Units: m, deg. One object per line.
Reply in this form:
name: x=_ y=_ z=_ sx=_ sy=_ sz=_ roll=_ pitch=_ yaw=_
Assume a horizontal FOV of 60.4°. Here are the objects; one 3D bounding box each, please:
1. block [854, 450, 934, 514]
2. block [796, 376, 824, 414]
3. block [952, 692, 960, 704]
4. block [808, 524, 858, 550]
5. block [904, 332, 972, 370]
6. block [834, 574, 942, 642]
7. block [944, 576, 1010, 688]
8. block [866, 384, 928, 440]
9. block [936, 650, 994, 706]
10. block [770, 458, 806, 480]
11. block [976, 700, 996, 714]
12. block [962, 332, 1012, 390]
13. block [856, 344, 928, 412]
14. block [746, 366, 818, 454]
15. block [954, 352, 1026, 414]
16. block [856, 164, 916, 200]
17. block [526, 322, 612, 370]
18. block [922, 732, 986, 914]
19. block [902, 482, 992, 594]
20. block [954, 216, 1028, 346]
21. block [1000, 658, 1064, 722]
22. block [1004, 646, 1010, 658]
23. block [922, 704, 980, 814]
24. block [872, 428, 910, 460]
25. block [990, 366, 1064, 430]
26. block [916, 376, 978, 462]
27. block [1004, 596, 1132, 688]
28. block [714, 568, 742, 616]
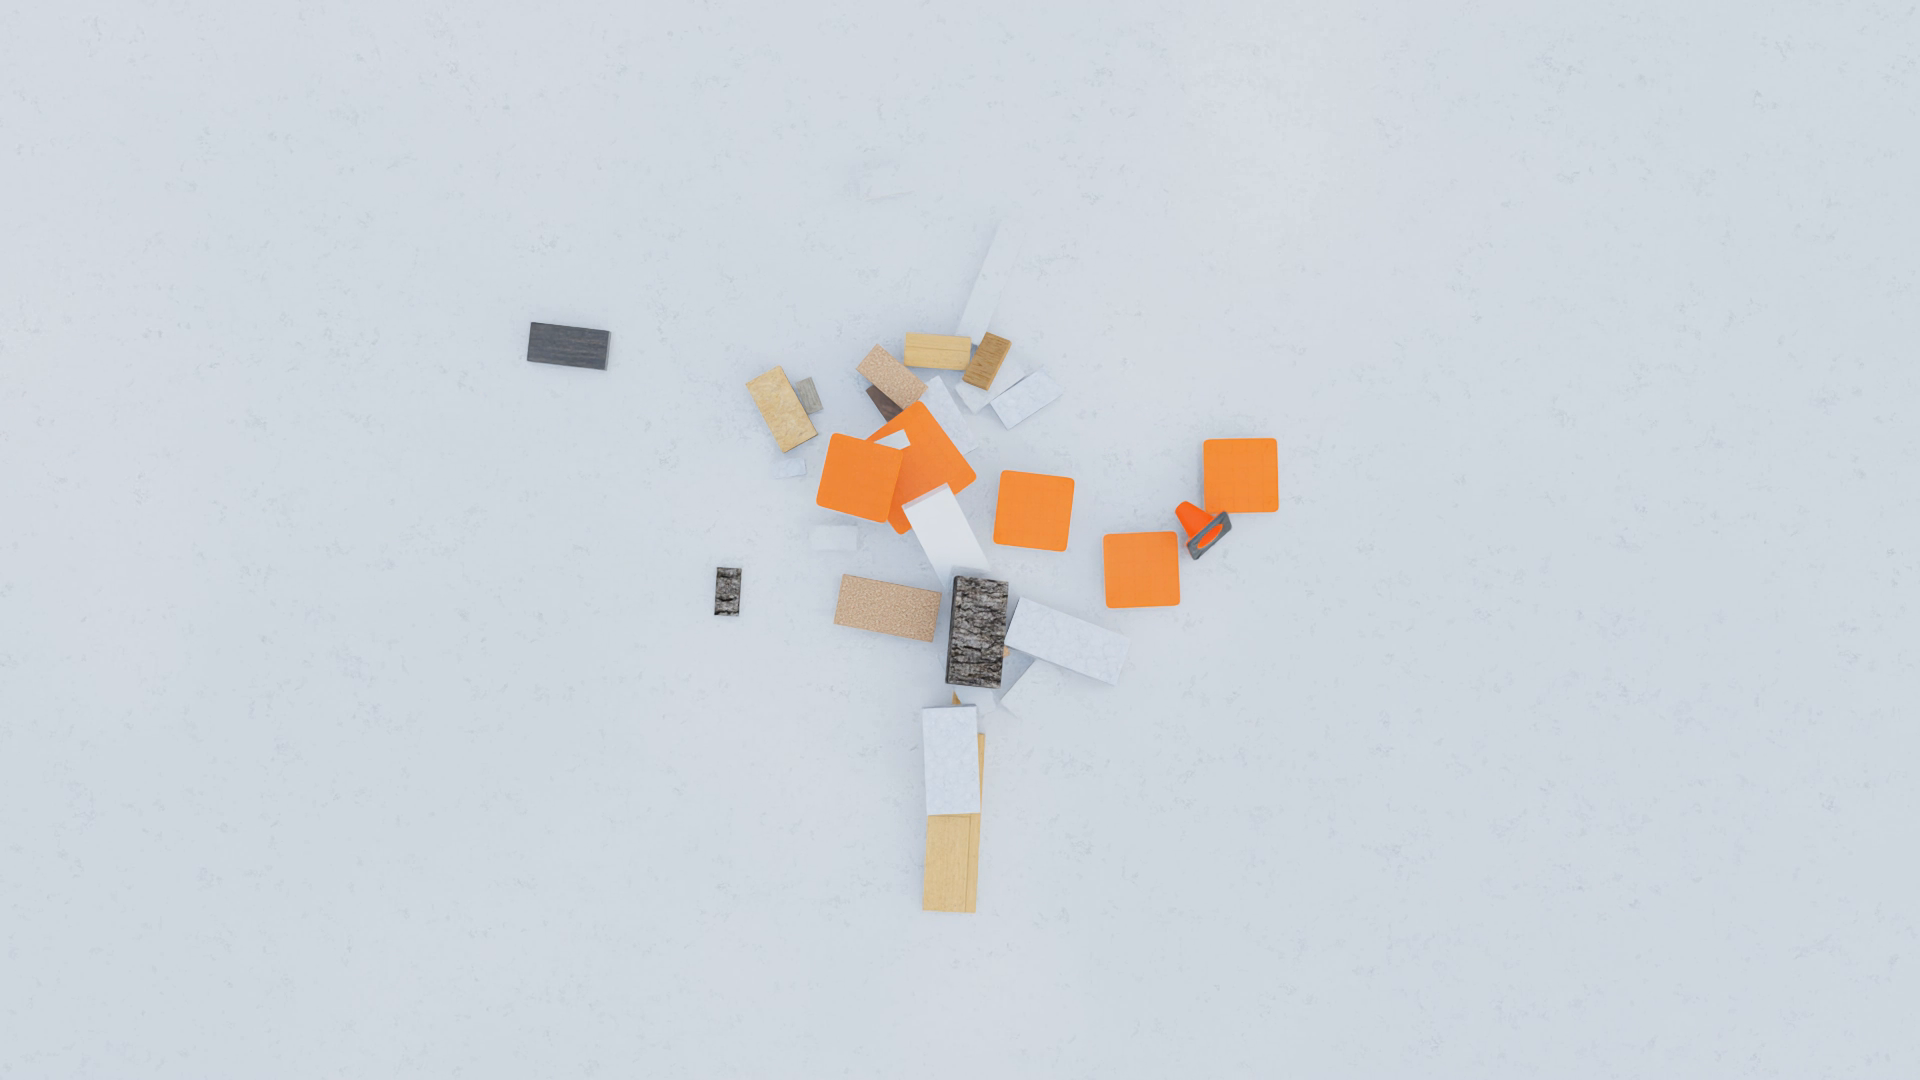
block: x=-0.208 y=-0.176 z=5.482 sx=0.261 sy=0.037 sz=0.131 roll=32 pitch=90 yaw=0
block: x=-0.501 y=-0.480 z=5.492 sx=0.057 sy=0.016 sz=0.114 roll=-21 pitch=90 yaw=0
block: x=0.006 y=0.513 z=5.492 sx=0.058 sy=0.016 sz=0.115 roll=7 pitch=90 yaw=0
block: x=-0.421 y=-0.009 z=5.489 sx=0.160 sy=0.023 sz=0.080 roll=2 pitch=90 yaw=0
block: x=-0.075 y=-0.626 z=5.470 sx=0.217 sy=0.031 sz=0.108 roll=5 pitch=106 yaw=0
block: x=-0.239 y=0.227 z=5.476 sx=0.334 sy=0.047 sz=0.167 roll=11 pitch=90 yaw=0
block: x=0.056 y=0.303 z=5.410 sx=0.176 sy=0.050 sz=0.352 roll=7 pitch=81 yaw=-15
block: x=-0.209 y=-0.438 z=5.485 sx=0.108 sy=0.031 sz=0.217 roll=-34 pitch=90 yaw=0
block: x=0.017 y=0.450 z=5.436 sx=0.104 sy=0.030 sz=0.209 roll=-27 pitch=91 yaw=-1
block: x=-0.571 y=-0.239 z=5.492 sx=0.114 sy=0.016 sz=0.057 roll=-9 pitch=90 yaw=0
block: x=0.071 y=0.513 z=5.460 sx=0.058 sy=0.016 sz=0.115 roll=-20 pitch=91 yaw=-1
block: x=0.090 y=-0.591 z=5.457 sx=0.091 sy=0.026 sz=0.182 roll=23 pitch=79 yaw=19
block: x=-0.225 y=-0.535 z=5.453 sx=0.221 sy=0.031 sz=0.111 roll=40 pitch=90 yaw=0
block: x=-0.592 y=-0.434 z=5.482 sx=0.131 sy=0.037 sz=0.261 roll=-29 pitch=90 yaw=0
block: x=0.100 y=-0.526 z=5.485 sx=0.217 sy=0.031 sz=0.108 roll=-36 pitch=90 yaw=0
block: x=-0.247 y=-1.192 z=5.487 sx=0.182 sy=0.026 sz=0.091 roll=-10 pitch=90 yaw=0
block: x=-1.299 y=-0.643 z=5.482 sx=0.261 sy=0.037 sz=0.131 roll=7 pitch=90 yaw=0
block: x=-0.020 y=0.934 z=5.475 sx=0.176 sy=0.050 sz=0.590 roll=3 pitch=90 yaw=0
block: x=-0.042 y=-0.005 z=5.412 sx=0.167 sy=0.047 sz=0.334 roll=-27 pitch=113 yaw=0
block: x=0.104 y=-0.859 z=5.487 sx=0.091 sy=0.026 sz=0.429 roll=22 pitch=90 yaw=0
block: x=0.239 y=0.491 z=5.485 sx=0.104 sy=0.030 sz=0.209 roll=41 pitch=90 yaw=0
block: x=0.075 y=0.308 z=5.467 sx=0.104 sy=0.030 sz=0.209 roll=-25 pitch=90 yaw=-22
block: x=-0.028 y=0.719 z=5.410 sx=0.176 sy=0.050 sz=0.352 roll=-3 pitch=95 yaw=0
block: x=-0.225 y=-0.314 z=5.394 sx=0.114 sy=0.016 sz=0.057 roll=-24 pitch=89 yaw=4
block: x=0.220 y=-0.471 z=5.484 sx=0.221 sy=0.031 sz=0.111 roll=-33 pitch=90 yaw=0
block: x=-0.051 y=-0.402 z=5.484 sx=0.111 sy=0.031 sz=0.272 roll=-30 pitch=90 yaw=0
block: x=0.353 y=0.338 z=5.460 sx=0.393 sy=0.047 sz=0.167 roll=21 pitch=78 yaw=0
block: x=-0.772 y=0.172 z=5.489 sx=0.080 sy=0.023 sz=0.160 roll=3 pitch=90 yaw=0
